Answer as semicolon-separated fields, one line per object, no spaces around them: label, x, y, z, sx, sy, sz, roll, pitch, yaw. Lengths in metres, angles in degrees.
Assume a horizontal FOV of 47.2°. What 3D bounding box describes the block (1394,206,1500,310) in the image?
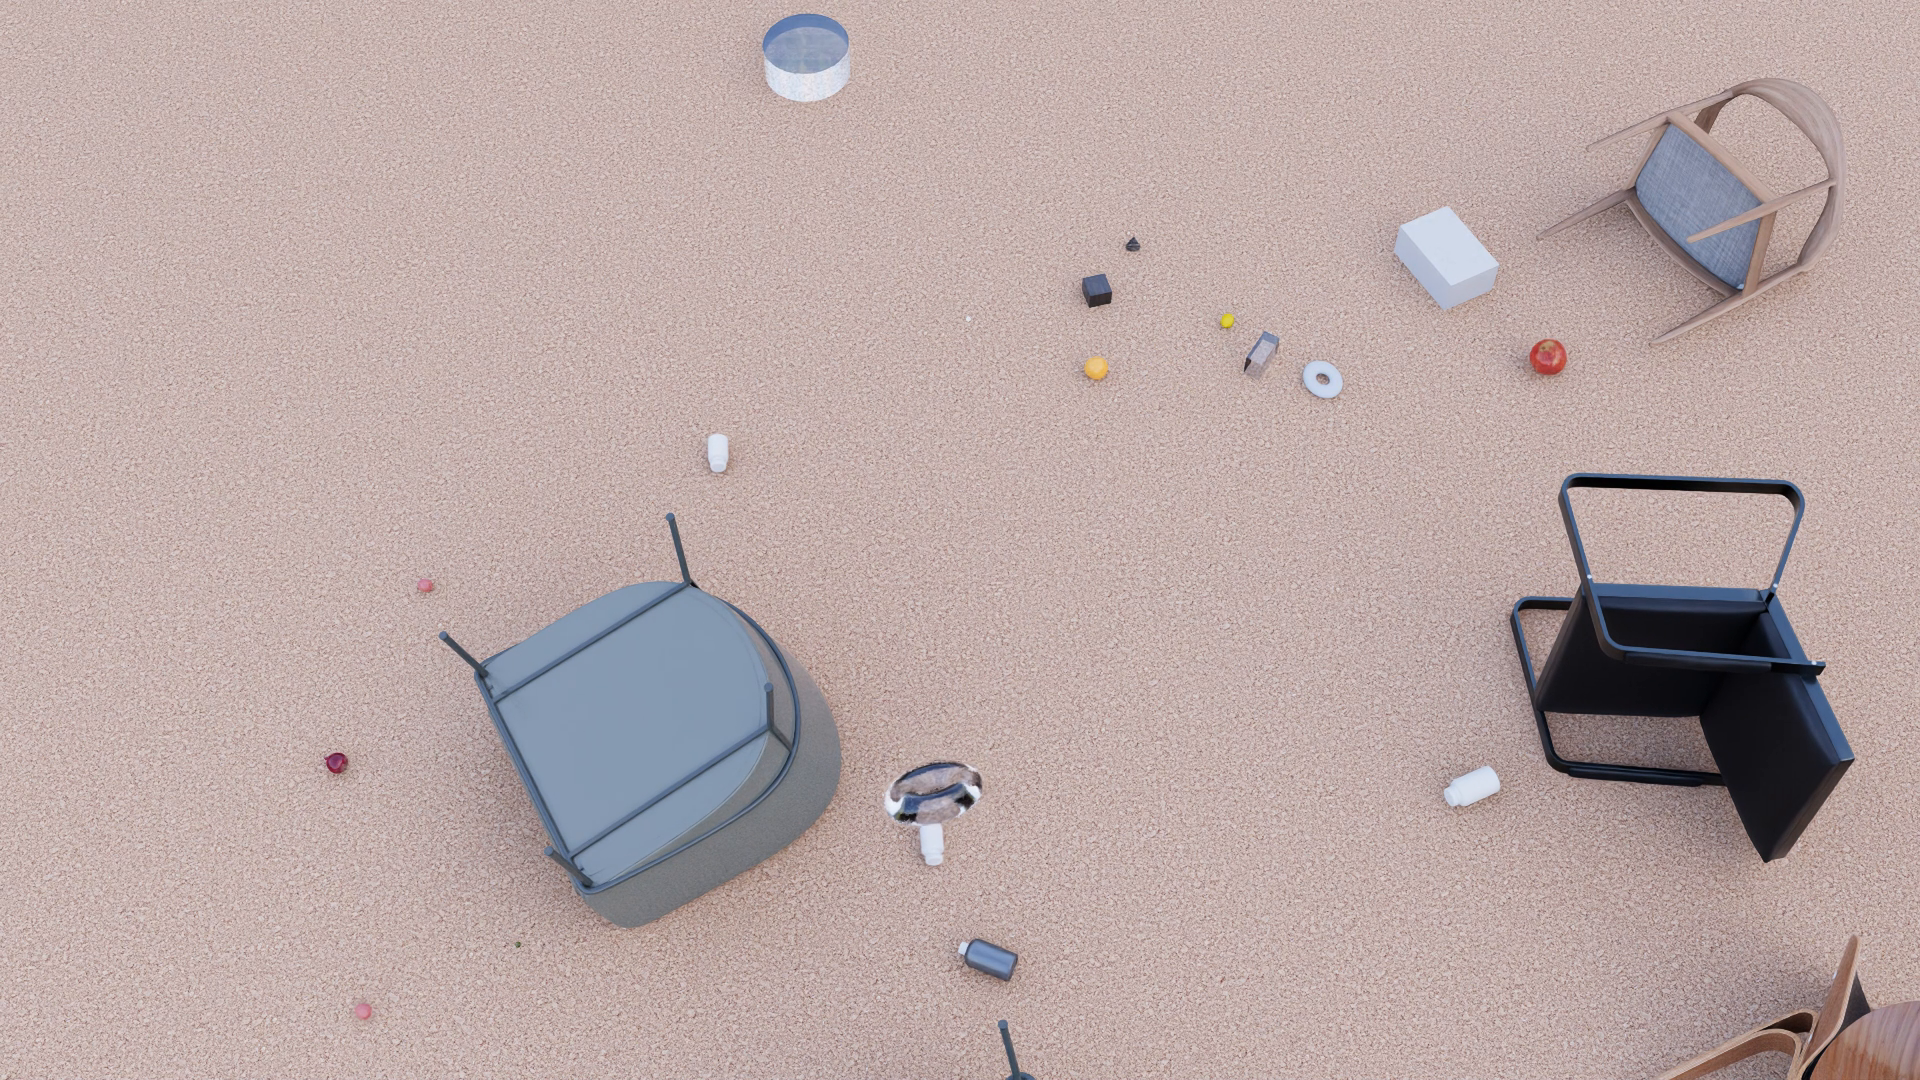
block;1.571;-0.912;7.112;0.187;0.123;0.286;-24;59;-15

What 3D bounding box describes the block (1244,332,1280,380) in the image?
block;0.949;-0.580;6.914;0.055;0.081;0.125;27;60;17

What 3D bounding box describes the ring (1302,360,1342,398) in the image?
ring;1.138;-0.504;6.895;0.120;0.028;0.149;-16;57;-10

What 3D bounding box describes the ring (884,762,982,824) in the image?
ring;-0.072;0.694;6.024;0.281;0.097;0.186;-15;32;-14

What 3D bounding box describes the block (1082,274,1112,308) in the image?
block;0.441;-0.802;7.077;0.075;0.058;0.079;-13;57;-9

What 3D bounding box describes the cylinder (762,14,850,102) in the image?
cylinder;-0.530;-1.672;7.618;0.300;0.129;0.295;-39;64;-23
